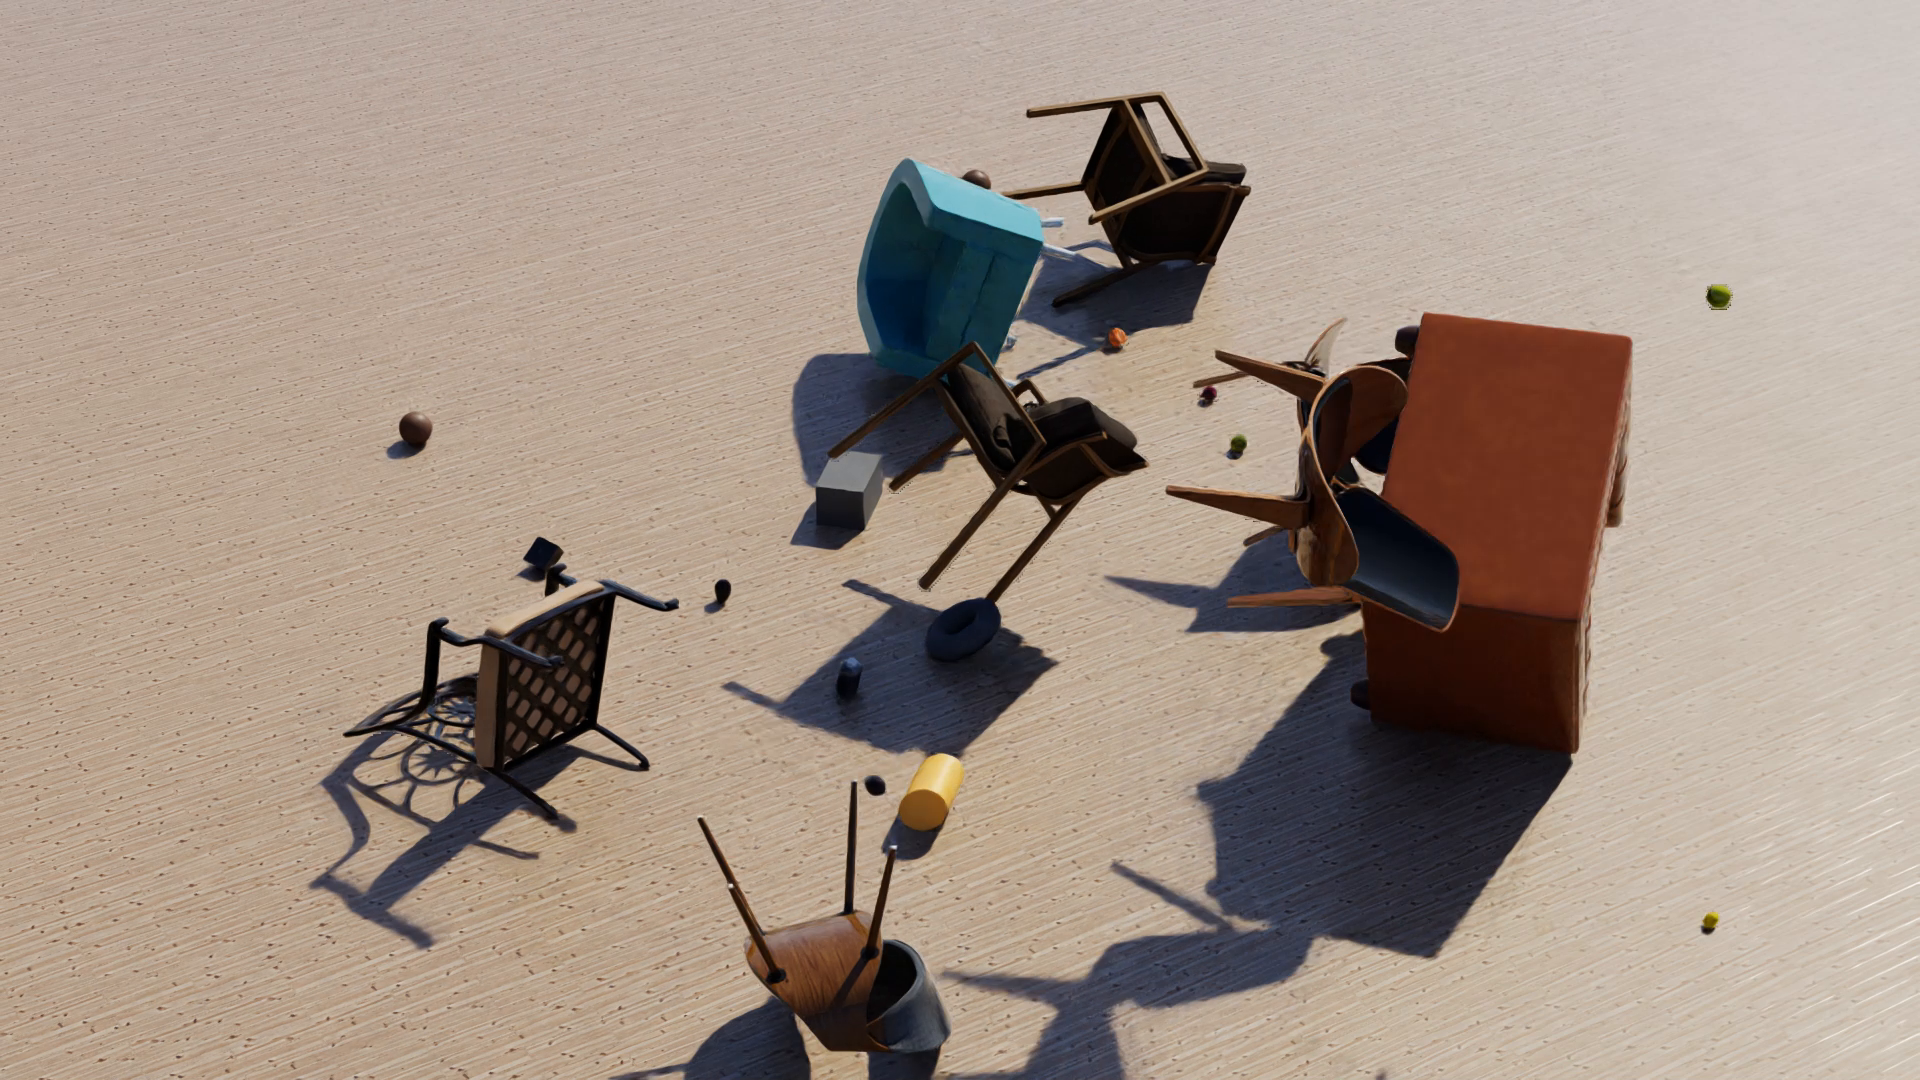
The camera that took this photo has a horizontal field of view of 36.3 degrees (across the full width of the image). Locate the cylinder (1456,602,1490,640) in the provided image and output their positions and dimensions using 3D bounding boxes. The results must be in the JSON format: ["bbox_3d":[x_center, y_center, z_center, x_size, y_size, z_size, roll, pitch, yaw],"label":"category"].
[{"bbox_3d":[1.823,0.291,10.413,0.111,0.094,0.094,30,36,-5],"label":"cylinder"}]

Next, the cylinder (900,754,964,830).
[{"bbox_3d":[-0.091,0.821,9.537,0.147,0.189,0.195,38,36,-7],"label":"cylinder"}]

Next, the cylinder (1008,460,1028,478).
[{"bbox_3d":[0.221,-0.274,11.297,0.053,0.050,0.062,-48,31,-19],"label":"cylinder"}]

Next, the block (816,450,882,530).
[{"bbox_3d":[-0.418,-0.191,11.079,0.185,0.170,0.271,8,34,11],"label":"block"}]

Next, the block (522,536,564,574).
[{"bbox_3d":[-1.529,0.058,10.763,0.102,0.047,0.106,24,73,27],"label":"block"}]

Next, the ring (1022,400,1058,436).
[{"bbox_3d":[0.316,-0.478,11.536,0.184,0.132,0.044,30,-11,-33],"label":"ring"}]

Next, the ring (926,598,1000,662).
[{"bbox_3d":[0.010,0.316,10.316,0.283,0.087,0.301,-5,36,39],"label":"ring"}]
